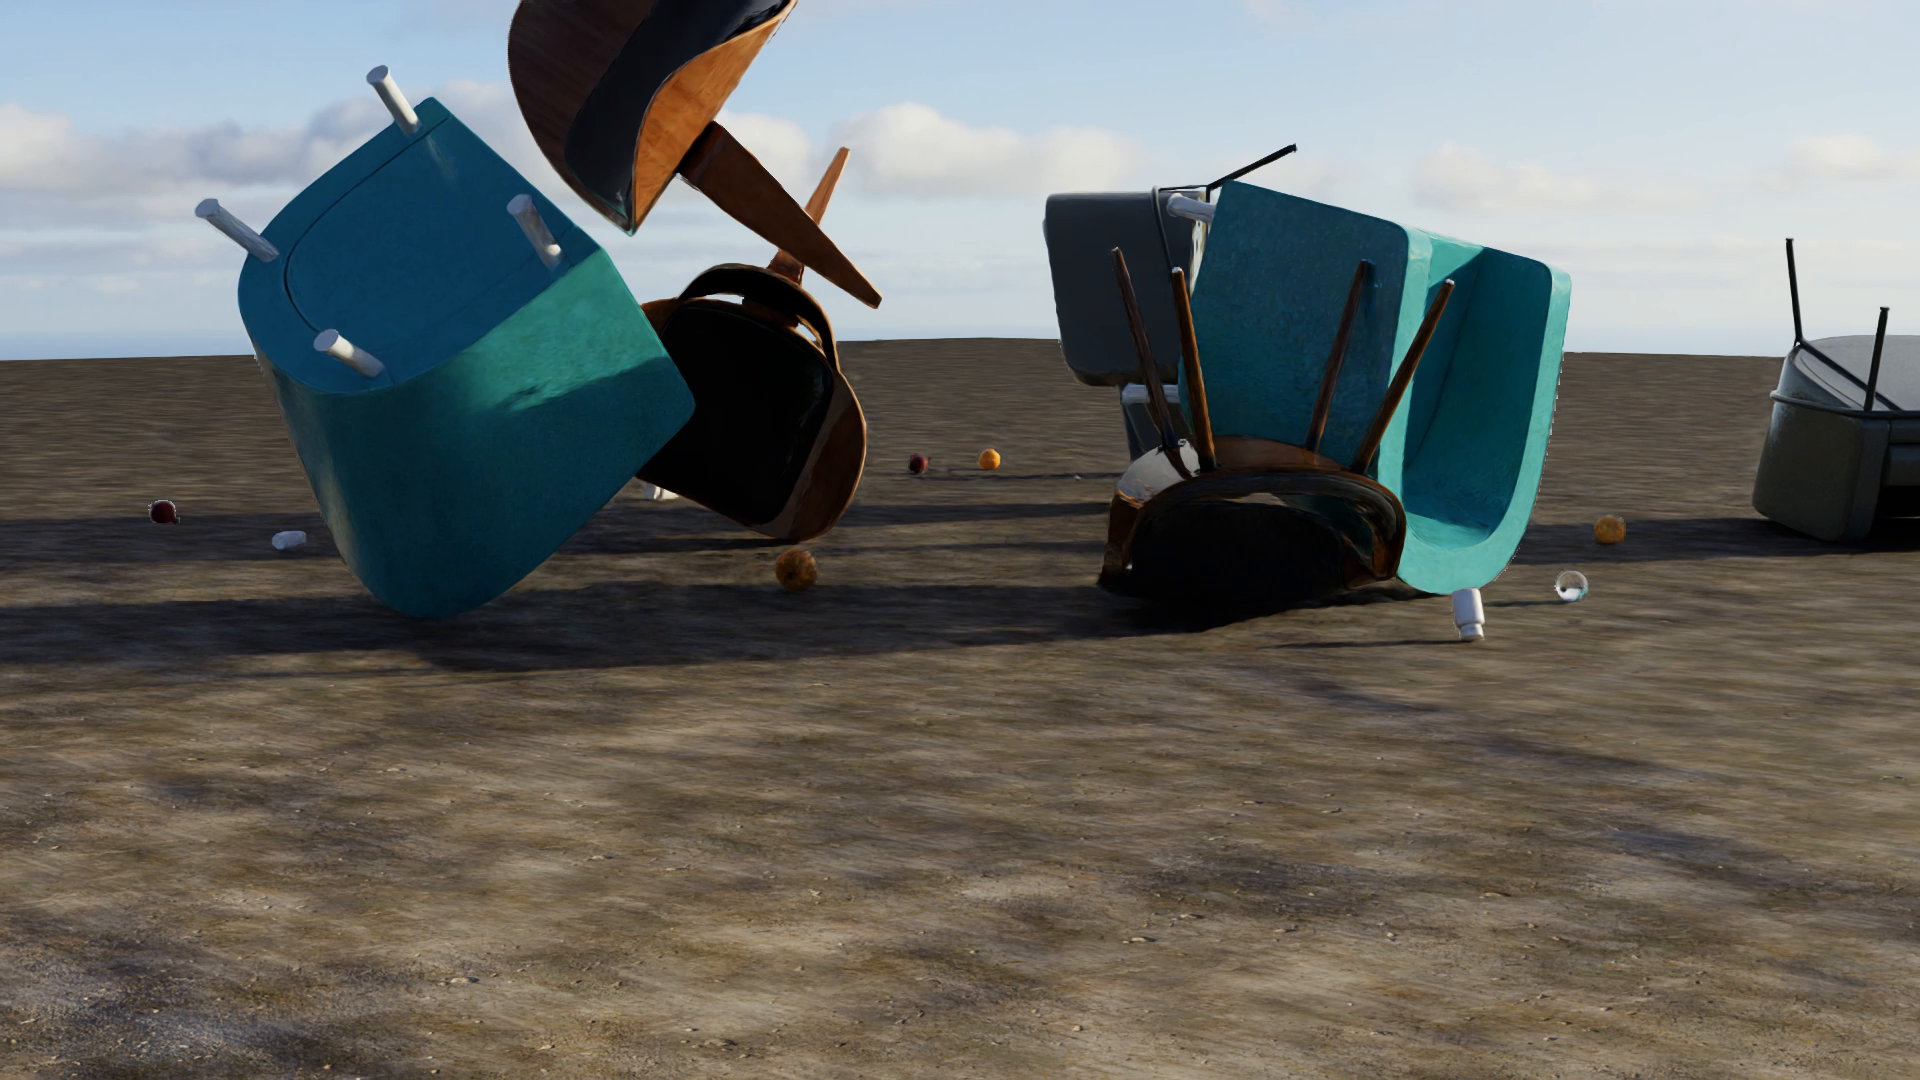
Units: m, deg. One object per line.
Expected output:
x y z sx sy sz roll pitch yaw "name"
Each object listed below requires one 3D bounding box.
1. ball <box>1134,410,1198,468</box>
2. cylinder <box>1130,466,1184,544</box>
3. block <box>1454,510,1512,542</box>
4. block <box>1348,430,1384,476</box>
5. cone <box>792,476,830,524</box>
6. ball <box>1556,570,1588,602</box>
0.682 -0.326 8.532 0.213 0.213 0.213 0 6 0 "ball"
0.489 -0.087 6.364 0.134 0.172 0.113 -5 13 -27 "cylinder"
1.306 -0.034 6.404 0.114 0.070 0.080 -2 6 -20 "block"
1.322 -0.283 8.345 0.079 0.115 0.064 -34 41 -21 "block"
-0.406 -0.114 6.852 0.096 0.122 0.140 -6 6 27 "cone"
1.239 0.094 5.191 0.064 0.064 0.064 0 6 0 "ball"
